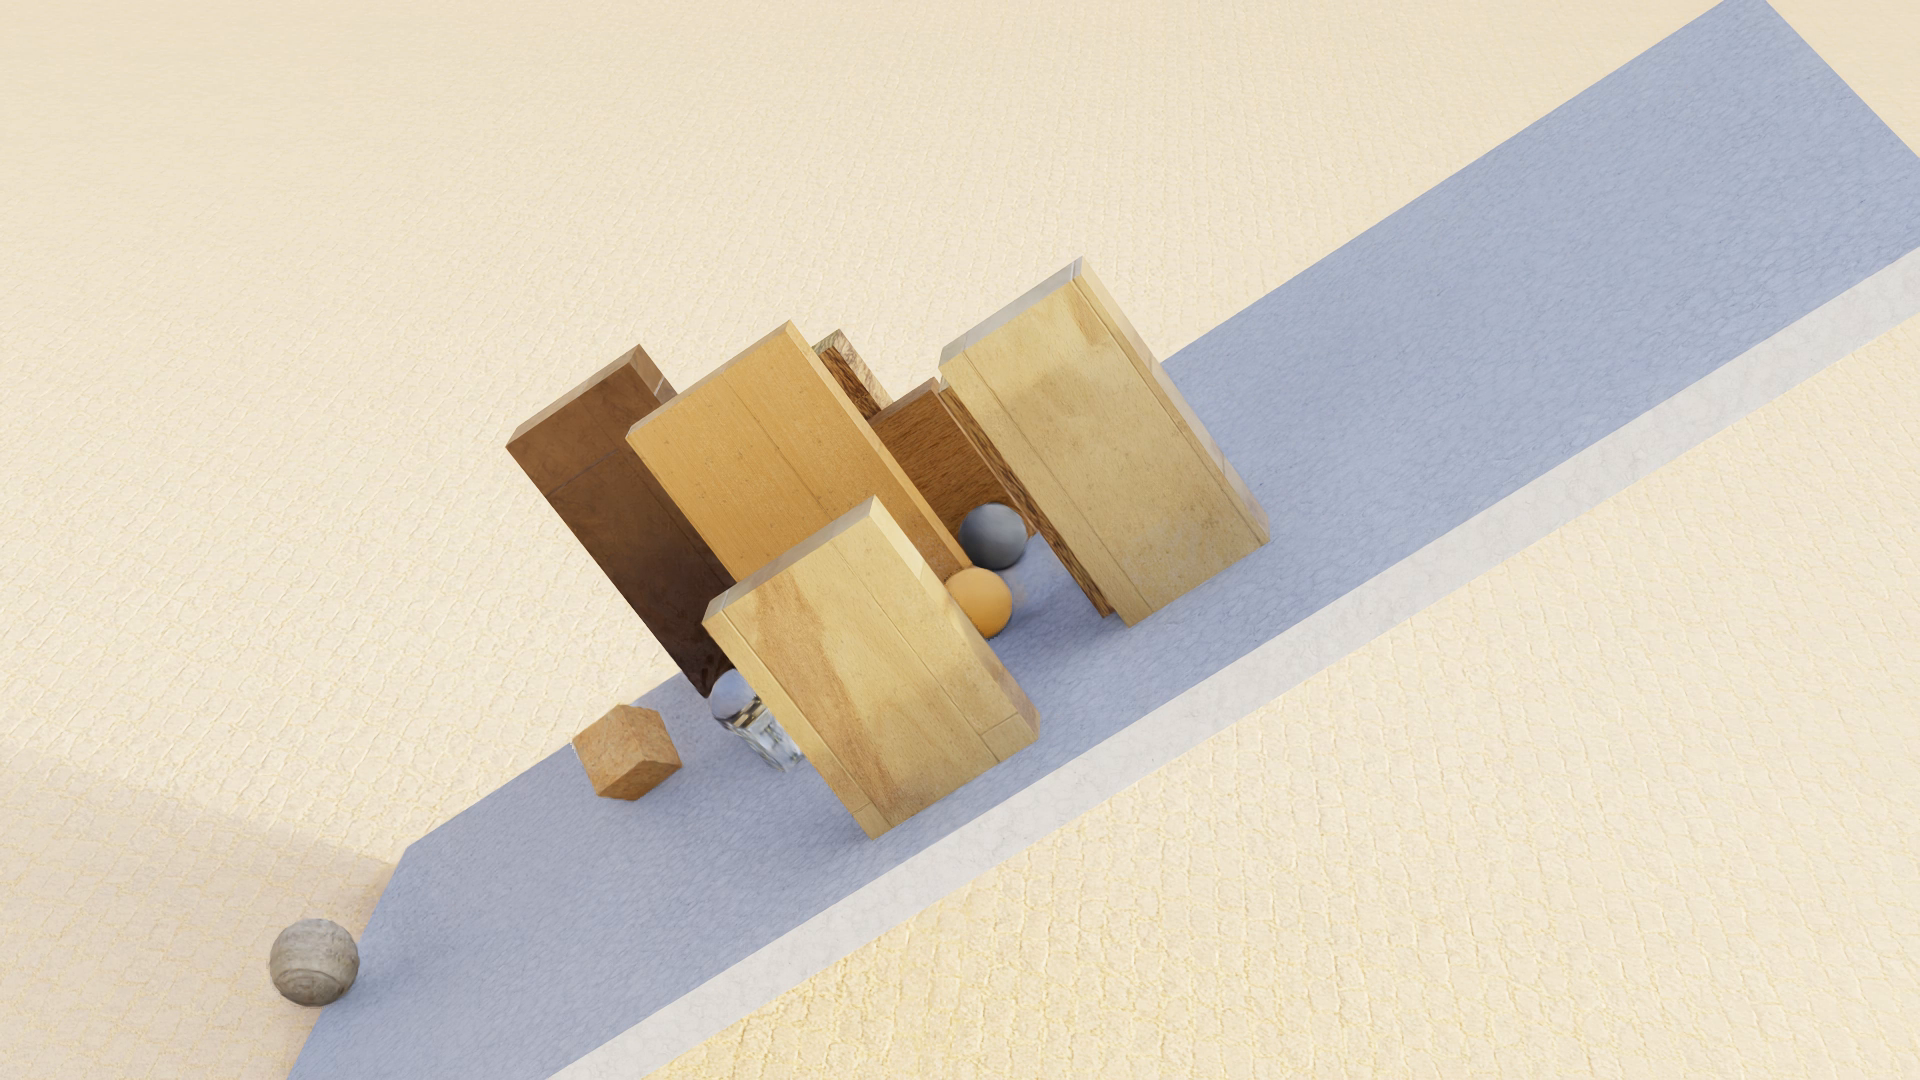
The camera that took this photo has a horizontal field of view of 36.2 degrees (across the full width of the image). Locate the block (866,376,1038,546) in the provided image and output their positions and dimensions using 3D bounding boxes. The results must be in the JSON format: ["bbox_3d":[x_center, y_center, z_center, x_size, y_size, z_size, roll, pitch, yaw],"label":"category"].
[{"bbox_3d":[-0.116,-0.080,6.636,0.426,0.410,0.094,-33,16,15],"label":"block"}]

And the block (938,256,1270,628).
[{"bbox_3d":[0.280,-0.184,5.636,0.327,0.640,0.128,-33,16,15],"label":"block"}]

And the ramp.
[{"bbox_3d":[0.135,0.174,6.307,4.000,0.100,2.000,-33,16,15],"label":"ramp"}]

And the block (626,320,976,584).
[{"bbox_3d":[-0.315,-0.048,6.316,0.426,0.758,0.081,-33,16,15],"label":"block"}]

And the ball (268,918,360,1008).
[{"bbox_3d":[-1.525,0.997,6.944,0.209,0.209,0.209,0,21,0],"label":"ball"}]

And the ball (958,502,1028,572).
[{"bbox_3d":[0.073,-0.006,6.494,0.152,0.152,0.152,0,21,0],"label":"ball"}]

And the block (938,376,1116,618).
[{"bbox_3d":[0.247,-0.168,5.798,0.300,0.568,0.147,-33,16,15],"label":"block"}]

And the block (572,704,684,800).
[{"bbox_3d":[-0.761,0.487,6.734,0.151,0.151,0.151,18,40,-58],"label":"block"}]

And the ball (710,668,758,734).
[{"bbox_3d":[-0.487,0.362,6.638,0.154,0.154,0.154,0,21,0],"label":"ball"}]

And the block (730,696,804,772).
[{"bbox_3d":[-0.391,0.401,6.339,0.130,0.130,0.130,-45,17,-14],"label":"block"}]

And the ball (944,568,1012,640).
[{"bbox_3d":[0.033,0.134,6.166,0.154,0.154,0.154,0,21,0],"label":"ball"}]

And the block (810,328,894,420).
[{"bbox_3d":[-0.290,-0.135,6.870,0.423,0.573,0.129,-33,16,15],"label":"block"}]

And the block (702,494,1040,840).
[{"bbox_3d":[-0.163,0.244,5.537,0.387,0.542,0.108,-33,16,15],"label":"block"}]

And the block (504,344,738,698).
[{"bbox_3d":[-0.691,-0.040,7.066,0.374,0.786,0.144,-33,16,15],"label":"block"}]
